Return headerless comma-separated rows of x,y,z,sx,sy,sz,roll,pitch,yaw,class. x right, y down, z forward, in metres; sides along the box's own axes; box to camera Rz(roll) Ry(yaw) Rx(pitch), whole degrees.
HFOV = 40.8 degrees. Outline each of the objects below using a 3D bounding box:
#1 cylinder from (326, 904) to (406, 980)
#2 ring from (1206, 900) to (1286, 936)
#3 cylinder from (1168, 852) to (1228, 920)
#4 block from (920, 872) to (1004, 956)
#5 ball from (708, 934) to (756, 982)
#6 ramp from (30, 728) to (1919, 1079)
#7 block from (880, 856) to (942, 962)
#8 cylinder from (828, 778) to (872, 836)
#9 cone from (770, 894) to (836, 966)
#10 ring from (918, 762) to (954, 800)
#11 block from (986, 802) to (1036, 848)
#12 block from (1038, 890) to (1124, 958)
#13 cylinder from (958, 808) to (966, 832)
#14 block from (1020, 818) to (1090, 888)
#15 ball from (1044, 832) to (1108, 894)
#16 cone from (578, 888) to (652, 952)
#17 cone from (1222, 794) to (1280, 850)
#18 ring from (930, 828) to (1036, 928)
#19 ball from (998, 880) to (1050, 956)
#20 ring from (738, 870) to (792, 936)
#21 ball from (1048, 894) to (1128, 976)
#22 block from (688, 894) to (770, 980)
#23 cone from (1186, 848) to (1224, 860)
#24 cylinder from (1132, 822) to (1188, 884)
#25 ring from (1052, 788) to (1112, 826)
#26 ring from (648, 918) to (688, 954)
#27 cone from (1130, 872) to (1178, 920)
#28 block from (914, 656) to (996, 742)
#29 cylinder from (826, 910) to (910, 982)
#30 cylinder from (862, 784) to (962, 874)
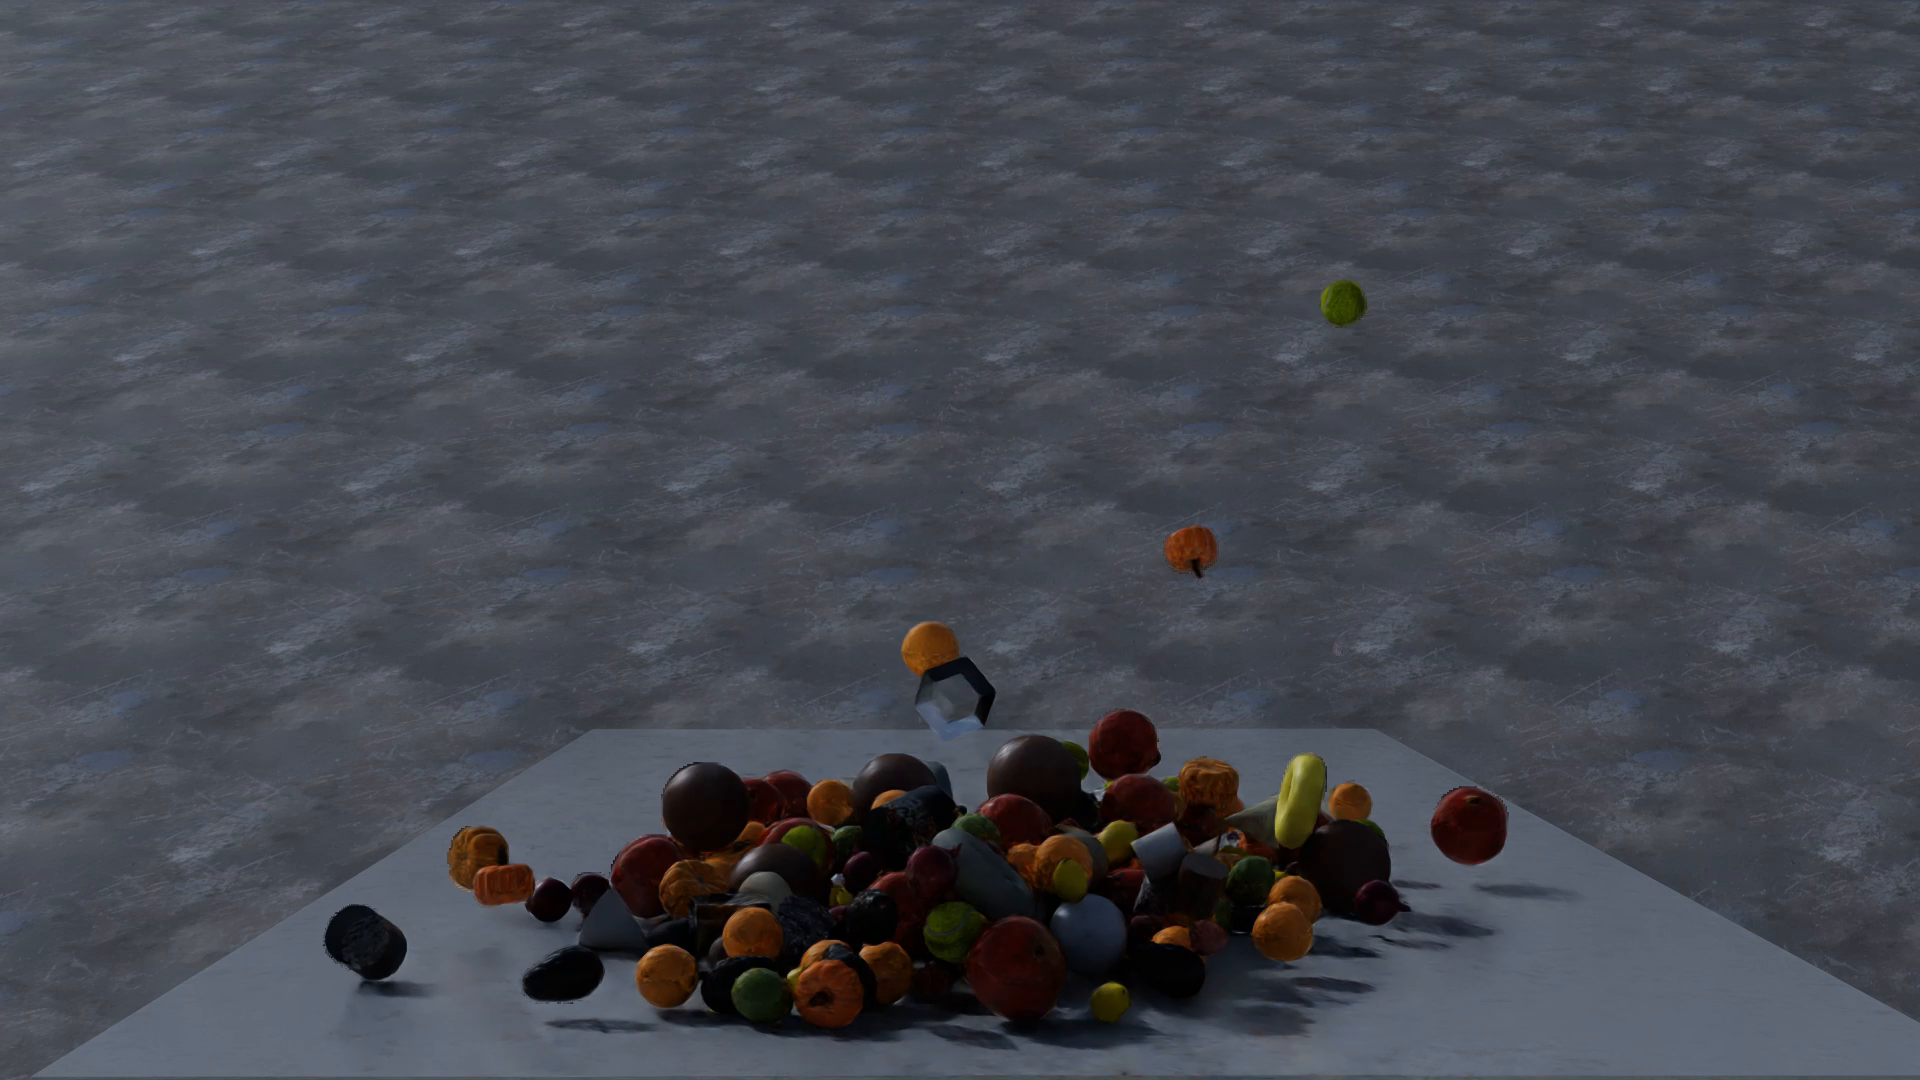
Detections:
-0.714,0.485,3.107,0.072,0.072,0.072,-6,63,12,cylinder
0.384,0.509,3.480,0.109,0.036,0.109,1,0,0,ring
0.286,0.415,3.100,0.057,0.057,0.057,15,21,-6,cylinder
0.002,0.454,3.142,0.080,0.080,0.080,8,66,-18,block
-0.275,0.502,3.103,0.058,0.058,0.058,0,28,0,ball
0.062,0.561,4.600,2.000,0.100,4.000,0,1,0,ramp
-0.031,0.456,3.227,0.089,0.089,0.089,44,59,0,block
-0.190,0.460,4.464,0.076,0.076,0.076,-2,16,-4,cylinder
-0.214,0.501,3.176,0.097,0.097,0.097,30,37,-26,cone
-0.036,0.437,4.241,0.050,0.149,0.149,-10,28,-4,ring
0.086,0.482,4.365,0.066,0.066,0.066,0,1,-16,block
0.149,0.477,3.162,0.078,0.078,0.078,10,-6,16,block
-0.024,0.486,4.421,0.054,0.054,0.054,1,26,25,cylinder
0.137,0.449,3.685,0.080,0.080,0.080,15,2,4,block
0.146,0.407,3.250,0.082,0.082,0.082,0,28,0,ball
-0.431,0.510,3.333,0.089,0.089,0.089,28,35,14,cone
0.421,0.409,3.754,0.082,0.082,0.082,2,28,0,cone
0.027,0.392,2.990,0.049,0.147,0.147,-48,35,4,ring
0.082,0.482,3.297,0.096,0.096,0.096,0,28,0,ball
-0.245,0.473,3.255,0.037,0.112,0.112,3,21,-39,ring
0.152,0.468,3.066,0.096,0.096,0.096,0,28,0,ball
-0.285,0.487,3.176,0.089,0.089,0.089,0,1,-12,block
0.345,0.474,3.837,0.072,0.072,0.072,25,33,9,cone
0.246,0.381,3.140,0.057,0.057,0.057,-27,30,1,cylinder
0.207,0.458,4.392,0.114,0.114,0.038,-20,77,-34,ring
-0.348,0.503,3.294,0.104,0.035,0.104,-11,-14,-3,ring
0.237,0.442,3.174,0.087,0.087,0.087,-35,42,-30,cone
-0.006,0.193,3.142,0.064,0.064,0.064,-18,53,-33,block
-0.111,0.494,3.141,0.076,0.076,0.076,15,8,26,cylinder
-0.061,0.370,3.310,0.090,0.090,0.090,22,28,35,cylinder
